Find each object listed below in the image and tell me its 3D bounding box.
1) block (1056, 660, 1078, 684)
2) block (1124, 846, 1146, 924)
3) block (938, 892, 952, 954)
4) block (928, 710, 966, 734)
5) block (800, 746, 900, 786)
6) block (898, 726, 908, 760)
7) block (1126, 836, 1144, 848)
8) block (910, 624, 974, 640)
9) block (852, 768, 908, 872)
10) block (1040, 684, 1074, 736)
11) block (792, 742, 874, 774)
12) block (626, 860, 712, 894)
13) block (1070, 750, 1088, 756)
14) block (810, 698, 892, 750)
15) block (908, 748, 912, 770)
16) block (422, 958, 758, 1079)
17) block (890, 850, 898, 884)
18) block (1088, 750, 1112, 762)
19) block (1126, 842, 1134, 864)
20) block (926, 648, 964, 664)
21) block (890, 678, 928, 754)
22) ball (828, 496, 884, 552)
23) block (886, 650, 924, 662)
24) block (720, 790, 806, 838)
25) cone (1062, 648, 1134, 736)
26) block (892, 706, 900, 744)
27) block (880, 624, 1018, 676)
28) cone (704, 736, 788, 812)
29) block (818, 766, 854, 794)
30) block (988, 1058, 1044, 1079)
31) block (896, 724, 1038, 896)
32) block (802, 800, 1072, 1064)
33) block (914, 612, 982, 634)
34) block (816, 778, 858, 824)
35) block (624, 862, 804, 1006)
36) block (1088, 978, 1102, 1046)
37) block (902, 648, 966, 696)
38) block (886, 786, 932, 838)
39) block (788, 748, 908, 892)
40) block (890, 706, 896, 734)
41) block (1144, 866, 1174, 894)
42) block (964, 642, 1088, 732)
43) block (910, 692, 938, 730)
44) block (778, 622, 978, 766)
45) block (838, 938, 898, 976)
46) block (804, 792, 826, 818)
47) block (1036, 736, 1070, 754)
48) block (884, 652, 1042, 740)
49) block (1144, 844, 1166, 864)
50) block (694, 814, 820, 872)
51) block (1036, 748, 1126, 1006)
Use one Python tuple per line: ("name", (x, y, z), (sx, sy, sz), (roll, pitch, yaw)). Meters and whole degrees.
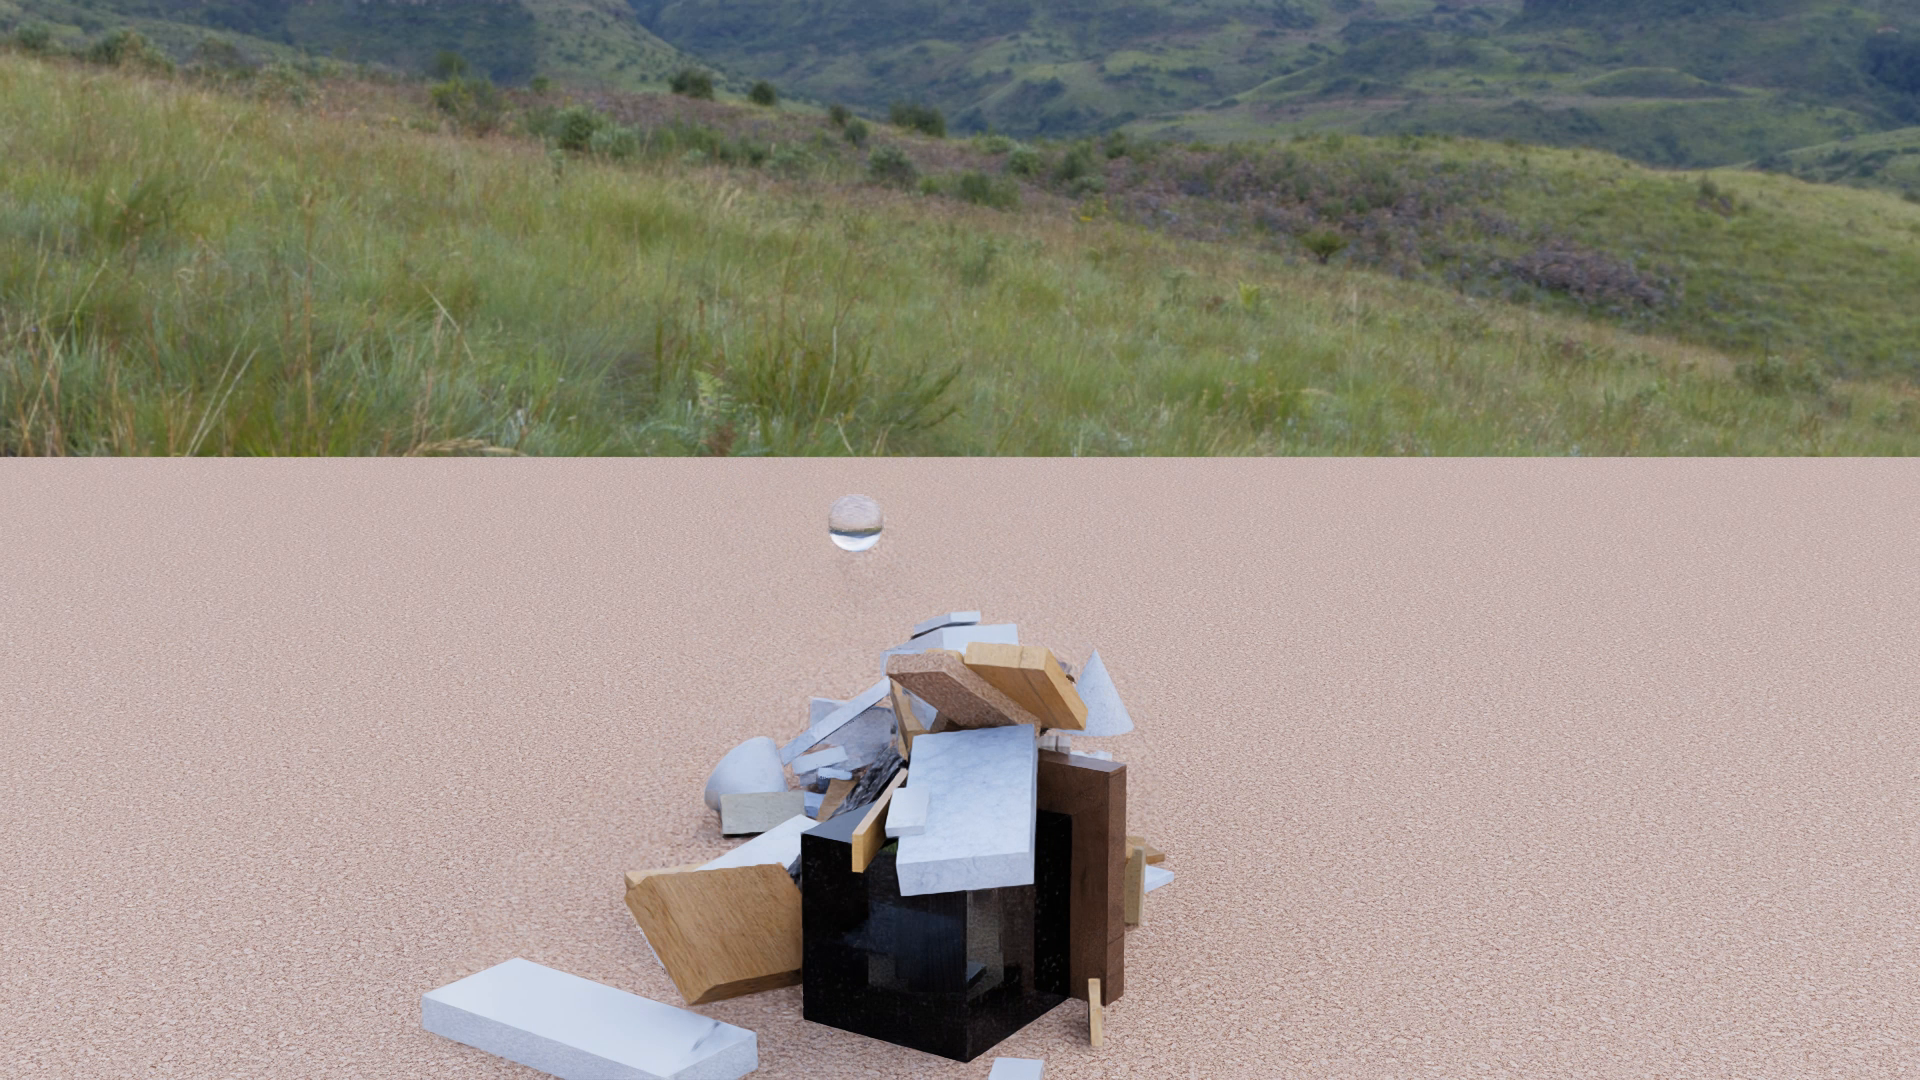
("block", (0.114, 0.181, 3.183), (0.111, 0.016, 0.055), (13, -13, 13))
("block", (0.179, 0.548, 3.559), (0.237, 0.118, 0.034), (3, 0, 16))
("block", (0.044, 0.488, 3.384), (0.152, 0.304, 0.043), (1, 12, 3))
("block", (0.021, 0.334, 3.707), (0.143, 0.040, 0.488), (-5, -17, -9))
("block", (-0.212, 0.429, 4.159), (0.075, 0.021, 0.294), (-11, -8, -29))
("block", (-0.018, 0.445, 3.959), (0.176, 0.050, 0.353), (-3, 31, -1))
("block", (0.179, 0.538, 3.615), (0.237, 0.118, 0.034), (3, -10, 17))
("block", (-0.032, 0.172, 3.983), (0.063, 0.018, 0.126), (-1, -11, -30))
("block", (-0.108, 0.389, 3.078), (0.015, 0.053, 0.311), (3, 11, 10))
("block", (0.066, 0.334, 3.586), (0.097, 0.027, 0.598), (-2, -20, -13))
("block", (-0.242, 0.420, 4.235), (0.105, 0.030, 0.211), (-16, -7, 11))
("block", (-0.365, 0.570, 3.665), (0.356, 0.040, 0.141), (-5, 12, -25))
("block", (0.182, 0.451, 4.346), (0.179, 0.025, 0.090), (-6, 12, -28))
("block", (-0.226, 0.382, 4.538), (0.179, 0.090, 0.025), (6, 9, 29))
("block", (0.000, 0.474, 3.453), (0.152, 0.304, 0.043), (1, 19, 7))
("block", (-0.518, 0.680, 3.045), (0.470, 0.051, 0.180), (8, 13, 35))
("block", (-0.099, 0.486, 3.754), (0.027, 0.097, 0.194), (-2, 31, 3))
("block", (0.208, 0.452, 3.882), (0.027, 0.097, 0.194), (18, -33, -17))
("block", (0.104, 0.483, 3.486), (0.304, 0.152, 0.043), (27, 23, 2))
("block", (-0.011, 0.181, 3.135), (0.049, 0.014, 0.098), (3, -25, 21))
("block", (-0.027, 0.313, 4.078), (0.176, 0.050, 0.353), (-5, 14, -6))
("ball", (-0.316, -0.048, 6.643), (0.170, 0.170, 0.170), (0, 11, 0))
("block", (-0.058, 0.177, 3.181), (0.049, 0.014, 0.098), (-6, -17, 32))
("block", (-0.356, 0.496, 3.977), (0.150, 0.075, 0.021), (-2, -25, -9))
("cone", (0.288, 0.313, 4.691), (0.170, 0.170, 0.170), (0, 11, 0))
("block", (-0.018, 0.402, 4.130), (0.176, 0.050, 0.353), (-6, 31, -6))
("block", (-0.023, 0.199, 3.973), (0.144, 0.041, 0.289), (-2, -11, -25))
("cone", (-0.349, 0.482, 4.040), (0.171, 0.171, 0.171), (39, 32, 30))
("block", (-0.233, 0.458, 4.135), (0.063, 0.018, 0.126), (10, -22, 3))
("block", (0.051, 0.742, 2.799), (0.065, 0.018, 0.360), (2, 11, 9))
("block", (0.015, 0.369, 3.051), (0.176, 0.050, 0.353), (-6, 23, 6))
("block", (-0.031, 0.542, 3.164), (0.279, 0.279, 0.279), (7, 13, 33))
("block", (-0.024, 0.150, 3.972), (0.063, 0.018, 0.130), (0, -12, -32))
("block", (-0.181, 0.503, 3.938), (0.141, 0.040, 0.283), (6, 15, 3))
("block", (-0.319, 0.560, 3.157), (0.051, 0.180, 0.359), (-42, -21, 17))
("block", (0.191, 0.666, 3.104), (0.016, 0.055, 0.111), (-3, 10, 3))
("block", (-0.003, 0.234, 3.950), (0.144, 0.041, 0.289), (-4, -10, -15))
("block", (-0.069, 0.369, 2.996), (0.053, 0.015, 0.105), (-5, 23, 8))
("block", (-0.161, 0.475, 3.462), (0.040, 0.283, 0.141), (31, -14, 38))
("block", (-0.034, 0.294, 4.430), (0.144, 0.041, 0.506), (-3, -21, -13))
("block", (0.307, 0.575, 3.708), (0.054, 0.015, 0.108), (9, 14, 40))
("block", (0.098, 0.213, 3.178), (0.118, 0.034, 0.237), (3, -25, 20))
("block", (-0.003, 0.291, 3.856), (0.143, 0.040, 0.285), (-5, 2, -6))
("block", (-0.155, 0.302, 4.478), (0.105, 0.030, 0.739), (-37, -3, 30))
("block", (-0.139, 0.638, 3.368), (0.053, 0.015, 0.105), (4, 11, 22))
("block", (-0.230, 0.497, 4.070), (0.150, 0.021, 0.075), (8, 12, 12))
("block", (0.078, 0.473, 3.331), (0.176, 0.353, 0.050), (1, 12, 3))
("block", (0.008, 0.228, 3.179), (0.101, 0.029, 0.257), (-5, -29, 35))
("block", (0.314, 0.548, 3.861), (0.048, 0.014, 0.095), (-6, 12, -28))
("block", (-0.303, 0.555, 3.552), (0.180, 0.051, 0.359), (18, 24, 31))
("block", (0.153, 0.492, 3.233), (0.176, 0.353, 0.050), (7, 13, 33))
